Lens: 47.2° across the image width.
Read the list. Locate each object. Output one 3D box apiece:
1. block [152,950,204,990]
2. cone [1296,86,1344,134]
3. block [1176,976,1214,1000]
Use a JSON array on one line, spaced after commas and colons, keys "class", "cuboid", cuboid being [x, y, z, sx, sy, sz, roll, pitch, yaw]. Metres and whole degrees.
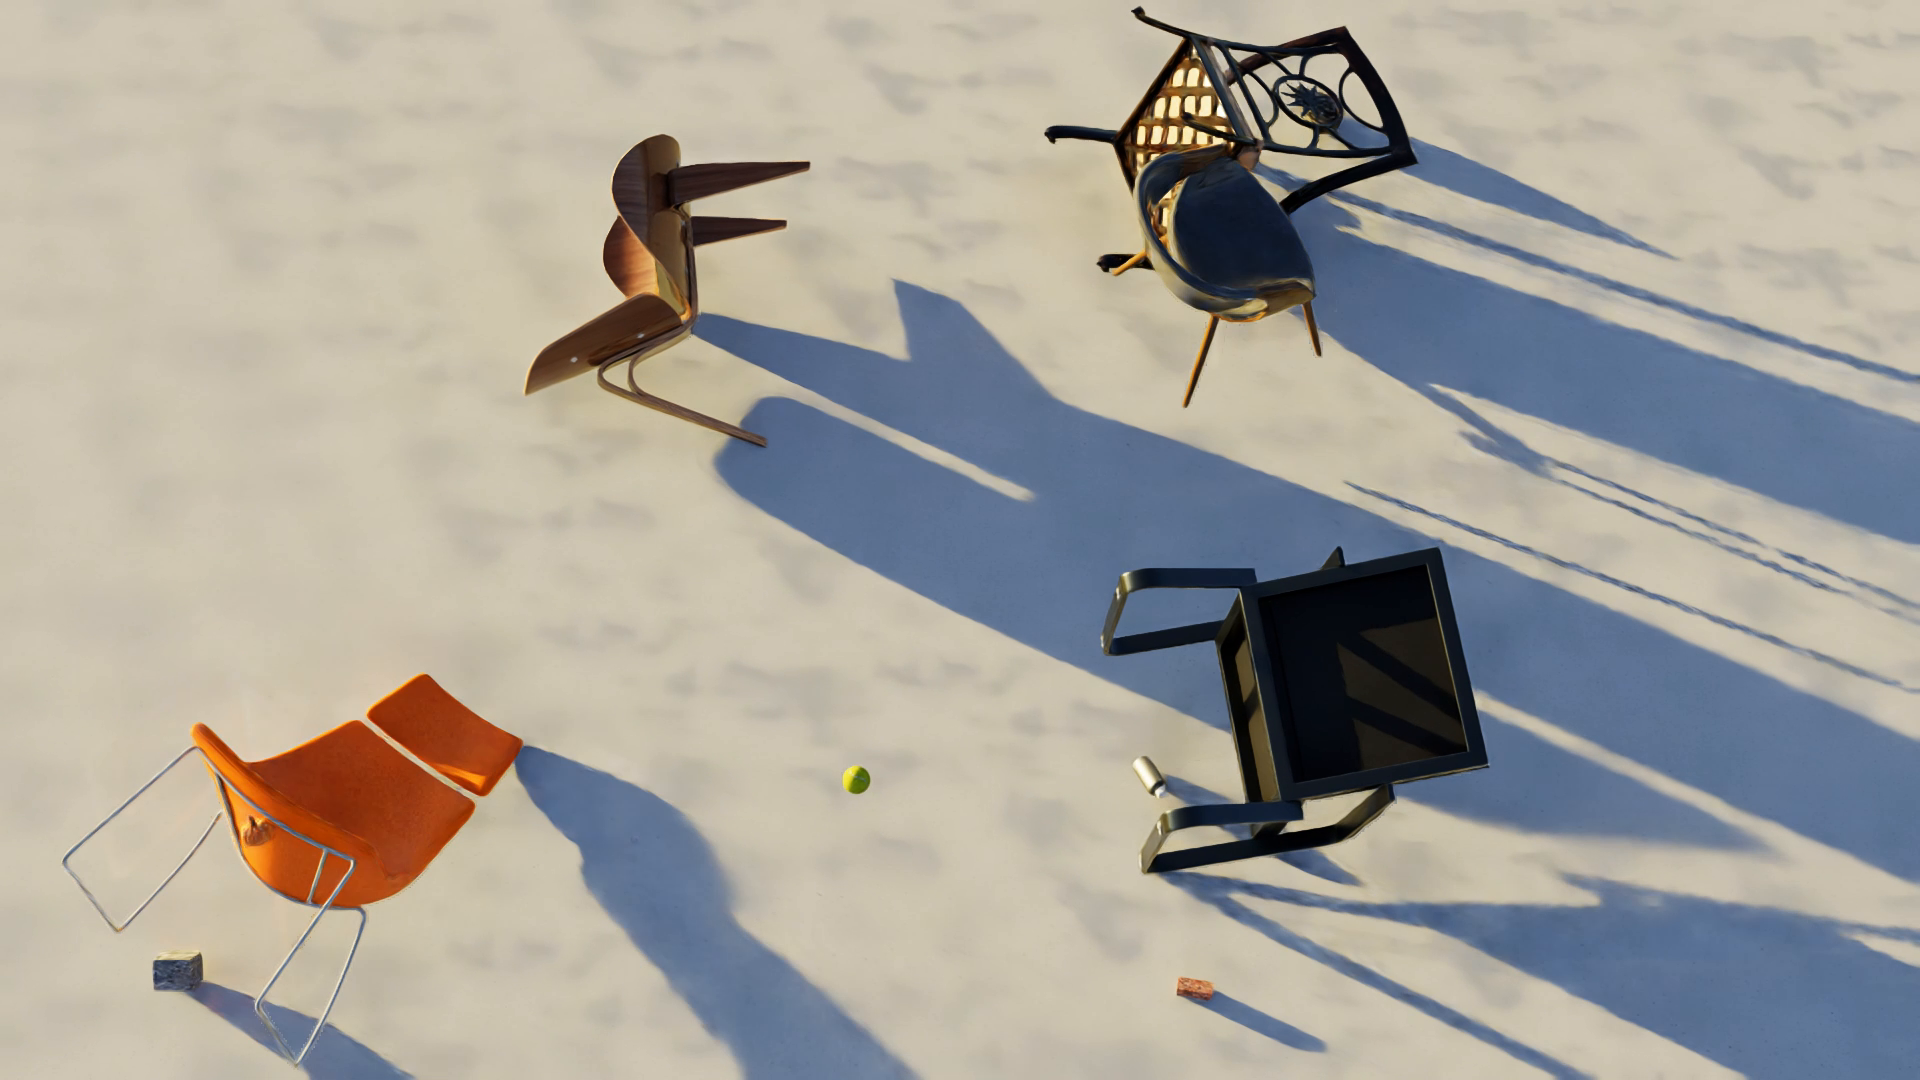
[{"class": "block", "cuboid": [-2.044, 1.124, 5.748, 0.098, 0.088, 0.080, 0, 96, 0]}, {"class": "cone", "cuboid": [1.183, -1.487, 7.434, 0.133, 0.171, 0.215, -43, 38, 16]}, {"class": "block", "cuboid": [0.615, 1.175, 5.761, 0.091, 0.041, 0.034, 9, 57, 6]}]
